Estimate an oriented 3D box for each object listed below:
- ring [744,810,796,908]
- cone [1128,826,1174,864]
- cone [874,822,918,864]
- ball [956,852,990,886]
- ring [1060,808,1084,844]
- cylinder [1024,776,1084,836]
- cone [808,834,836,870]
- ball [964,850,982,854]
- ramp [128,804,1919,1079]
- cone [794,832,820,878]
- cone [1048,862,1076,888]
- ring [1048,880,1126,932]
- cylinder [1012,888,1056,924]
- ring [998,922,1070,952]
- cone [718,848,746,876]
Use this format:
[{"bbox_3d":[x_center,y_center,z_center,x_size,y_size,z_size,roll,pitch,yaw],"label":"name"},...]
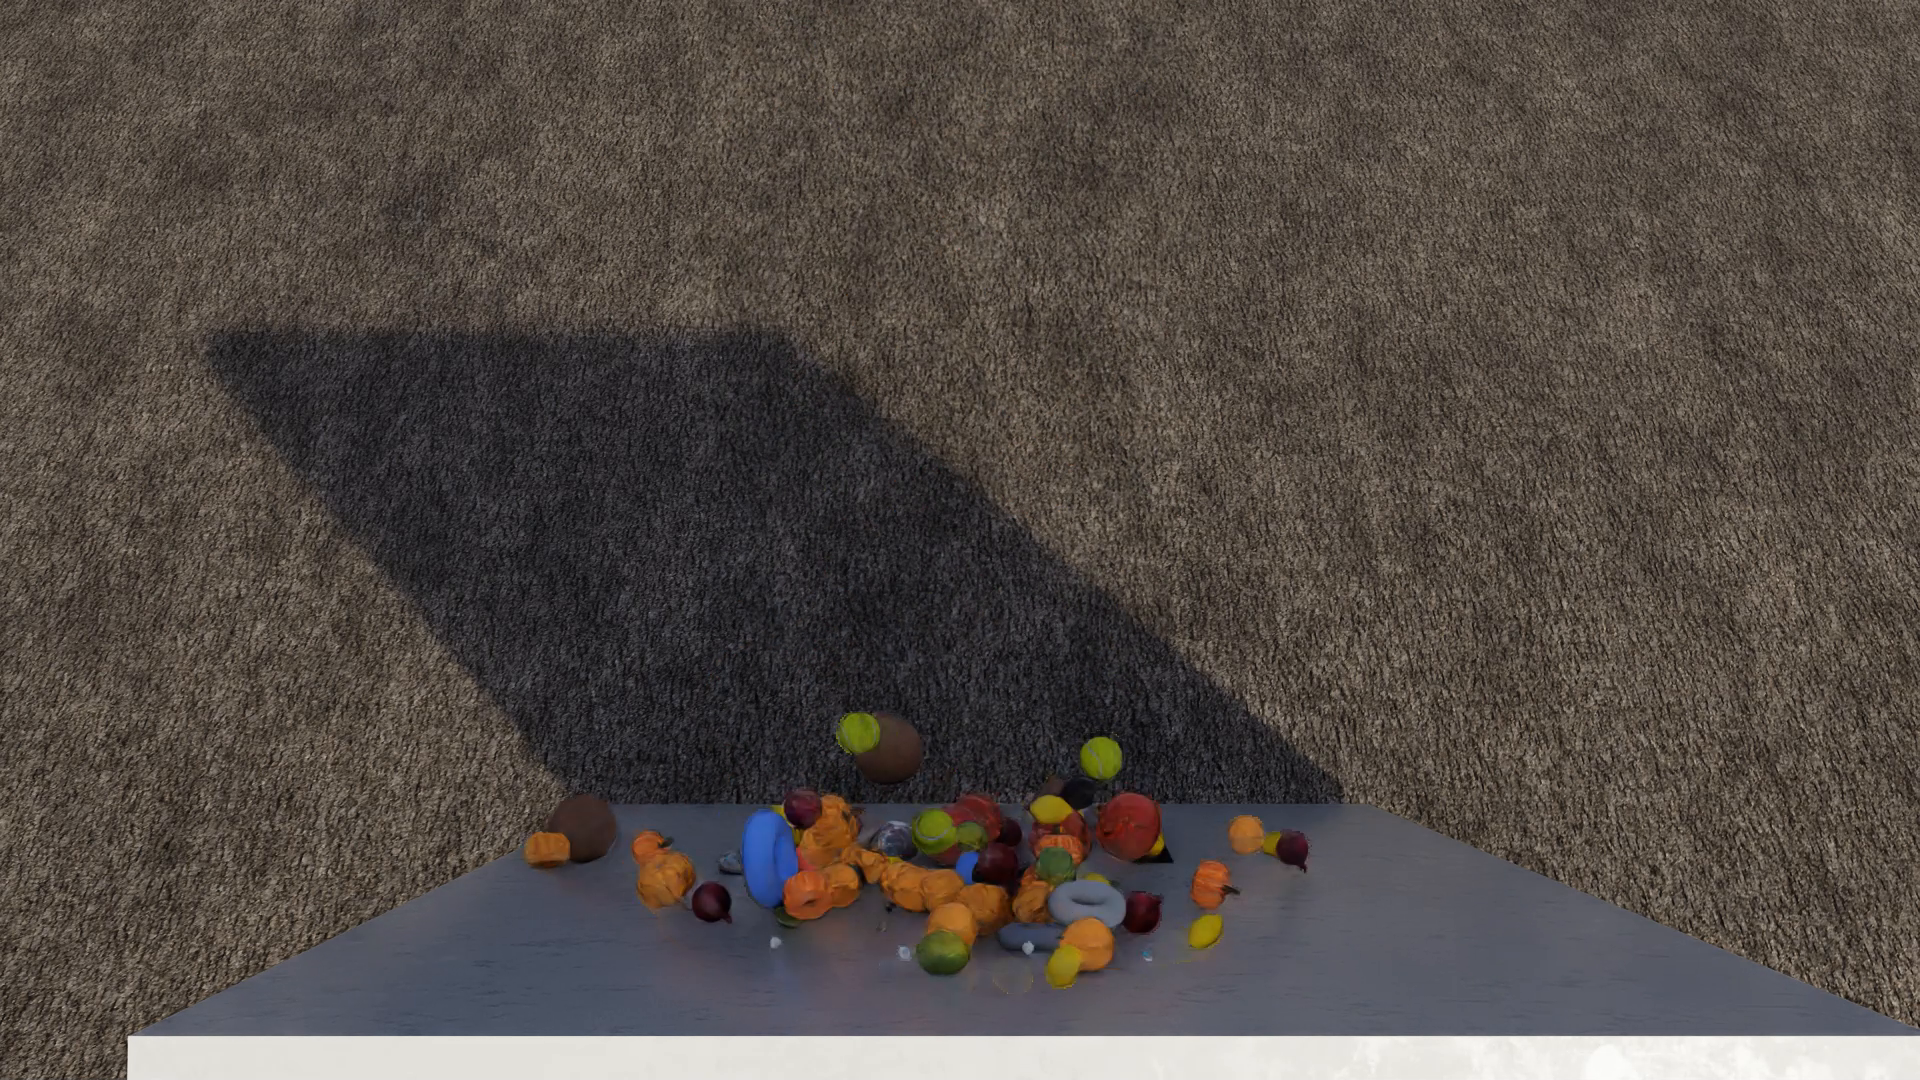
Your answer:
[{"bbox_3d":[-0.284,0.478,3.891,0.048,0.145,0.145,-7,34,16],"label":"ring"},{"bbox_3d":[0.386,0.608,5.034,0.083,0.083,0.083,-28,41,-33],"label":"cone"},{"bbox_3d":[-0.134,0.610,5.070,0.090,0.090,0.090,7,22,10],"label":"cone"},{"bbox_3d":[0.022,0.582,4.599,0.062,0.062,0.062,0,36,0],"label":"ball"},{"bbox_3d":[0.229,0.582,5.387,0.033,0.100,0.100,-9,32,22],"label":"ring"},{"bbox_3d":[0.192,0.539,5.265,0.088,0.088,0.088,-48,50,-5],"label":"cylinder"},{"bbox_3d":[-0.271,0.574,4.845,0.063,0.063,0.063,-12,22,5],"label":"cone"},{"bbox_3d":[0.024,0.595,4.788,0.051,0.051,0.051,0,36,0],"label":"ball"},{"bbox_3d":[0.079,0.673,4.873,2.000,0.100,4.000,0,-2,0],"label":"ramp"},{"bbox_3d":[-0.291,0.576,4.782,0.077,0.077,0.077,9,-5,1],"label":"cone"},{"bbox_3d":[0.191,0.595,4.535,0.053,0.053,0.053,-20,28,-25],"label":"cone"},{"bbox_3d":[0.183,0.526,3.734,0.115,0.038,0.115,3,21,-1],"label":"ring"},{"bbox_3d":[0.112,0.552,3.879,0.055,0.055,0.055,-7,68,19],"label":"cylinder"},{"bbox_3d":[0.105,0.562,3.678,0.103,0.034,0.103,0,-3,0],"label":"ring"},{"bbox_3d":[-0.412,0.609,4.826,0.055,0.055,0.055,-28,43,-33],"label":"cone"}]
